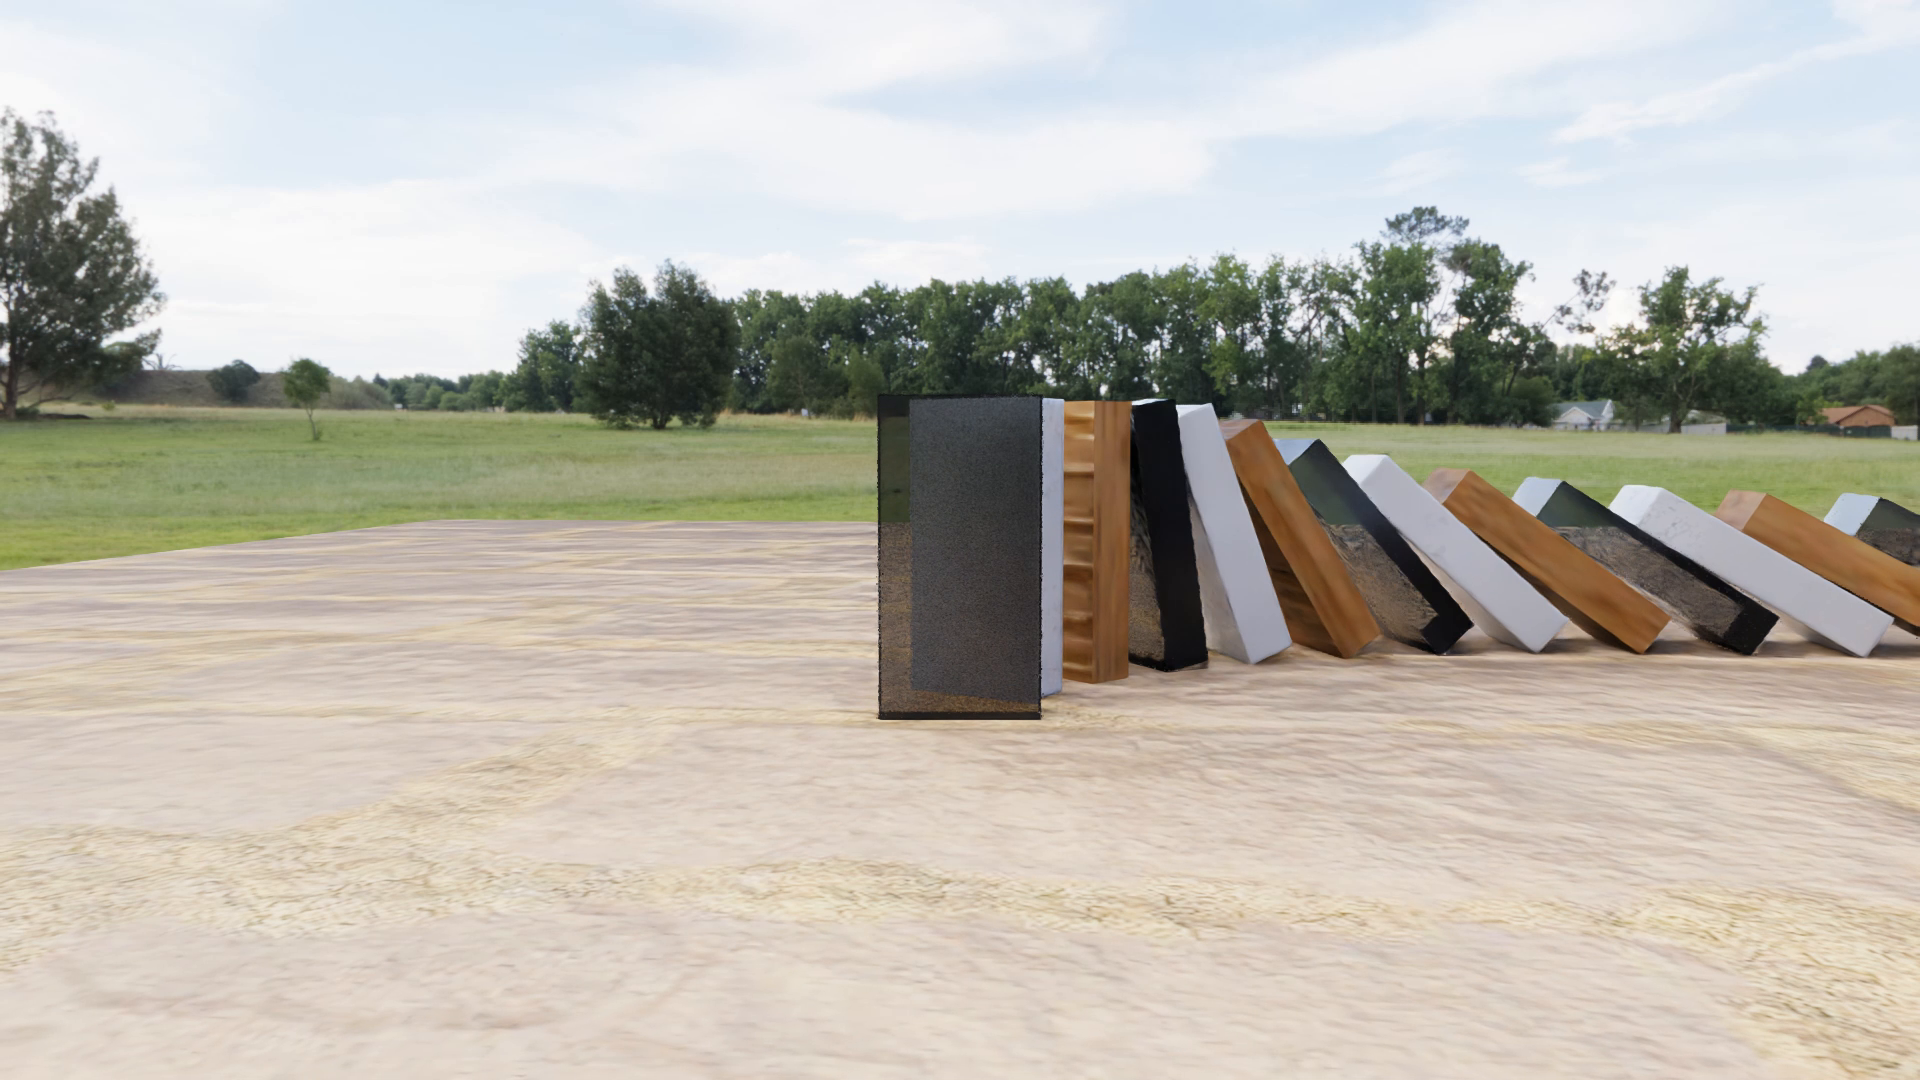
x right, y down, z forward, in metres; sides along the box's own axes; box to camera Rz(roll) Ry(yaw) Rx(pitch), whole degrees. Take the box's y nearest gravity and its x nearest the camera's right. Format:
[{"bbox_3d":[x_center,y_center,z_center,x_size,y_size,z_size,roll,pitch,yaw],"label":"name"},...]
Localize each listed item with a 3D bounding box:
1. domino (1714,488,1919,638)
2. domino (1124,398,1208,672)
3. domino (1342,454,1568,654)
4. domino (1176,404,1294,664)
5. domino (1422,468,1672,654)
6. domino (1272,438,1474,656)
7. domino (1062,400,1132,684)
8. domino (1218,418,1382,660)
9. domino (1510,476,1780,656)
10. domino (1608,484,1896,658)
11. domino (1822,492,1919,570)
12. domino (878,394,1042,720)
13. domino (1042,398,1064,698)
[{"bbox_3d":[0.185,0.006,0.266,0.050,0.009,0.025,31,12,12],"label":"domino"},{"bbox_3d":[0.034,-0.002,0.249,0.009,0.050,0.025,-12,9,-23],"label":"domino"},{"bbox_3d":[0.101,0.002,0.271,0.050,0.009,0.025,41,4,-2],"label":"domino"},{"bbox_3d":[0.049,-0.002,0.256,0.009,0.050,0.025,-23,9,-12],"label":"domino"},{"bbox_3d":[0.121,0.004,0.271,0.050,0.009,0.025,37,7,2],"label":"domino"},{"bbox_3d":[0.082,0.001,0.267,0.009,0.050,0.025,-42,7,-2],"label":"domino"},{"bbox_3d":[0.019,0.000,0.238,0.009,0.050,0.025,-4,6,-40],"label":"domino"},{"bbox_3d":[0.064,-0.001,0.262,0.009,0.050,0.025,-33,10,-7],"label":"domino"},{"bbox_3d":[0.142,0.005,0.271,0.050,0.009,0.025,34,8,5],"label":"domino"},{"bbox_3d":[0.163,0.006,0.269,0.050,0.009,0.025,32,10,8],"label":"domino"},{"bbox_3d":[0.206,0.007,0.261,0.050,0.009,0.025,31,14,15],"label":"domino"},{"bbox_3d":[0.000,0.002,0.201,0.025,0.050,0.009,0,4,0],"label":"domino"},{"bbox_3d":[0.005,0.001,0.222,0.025,0.050,0.009,3,5,31],"label":"domino"}]
